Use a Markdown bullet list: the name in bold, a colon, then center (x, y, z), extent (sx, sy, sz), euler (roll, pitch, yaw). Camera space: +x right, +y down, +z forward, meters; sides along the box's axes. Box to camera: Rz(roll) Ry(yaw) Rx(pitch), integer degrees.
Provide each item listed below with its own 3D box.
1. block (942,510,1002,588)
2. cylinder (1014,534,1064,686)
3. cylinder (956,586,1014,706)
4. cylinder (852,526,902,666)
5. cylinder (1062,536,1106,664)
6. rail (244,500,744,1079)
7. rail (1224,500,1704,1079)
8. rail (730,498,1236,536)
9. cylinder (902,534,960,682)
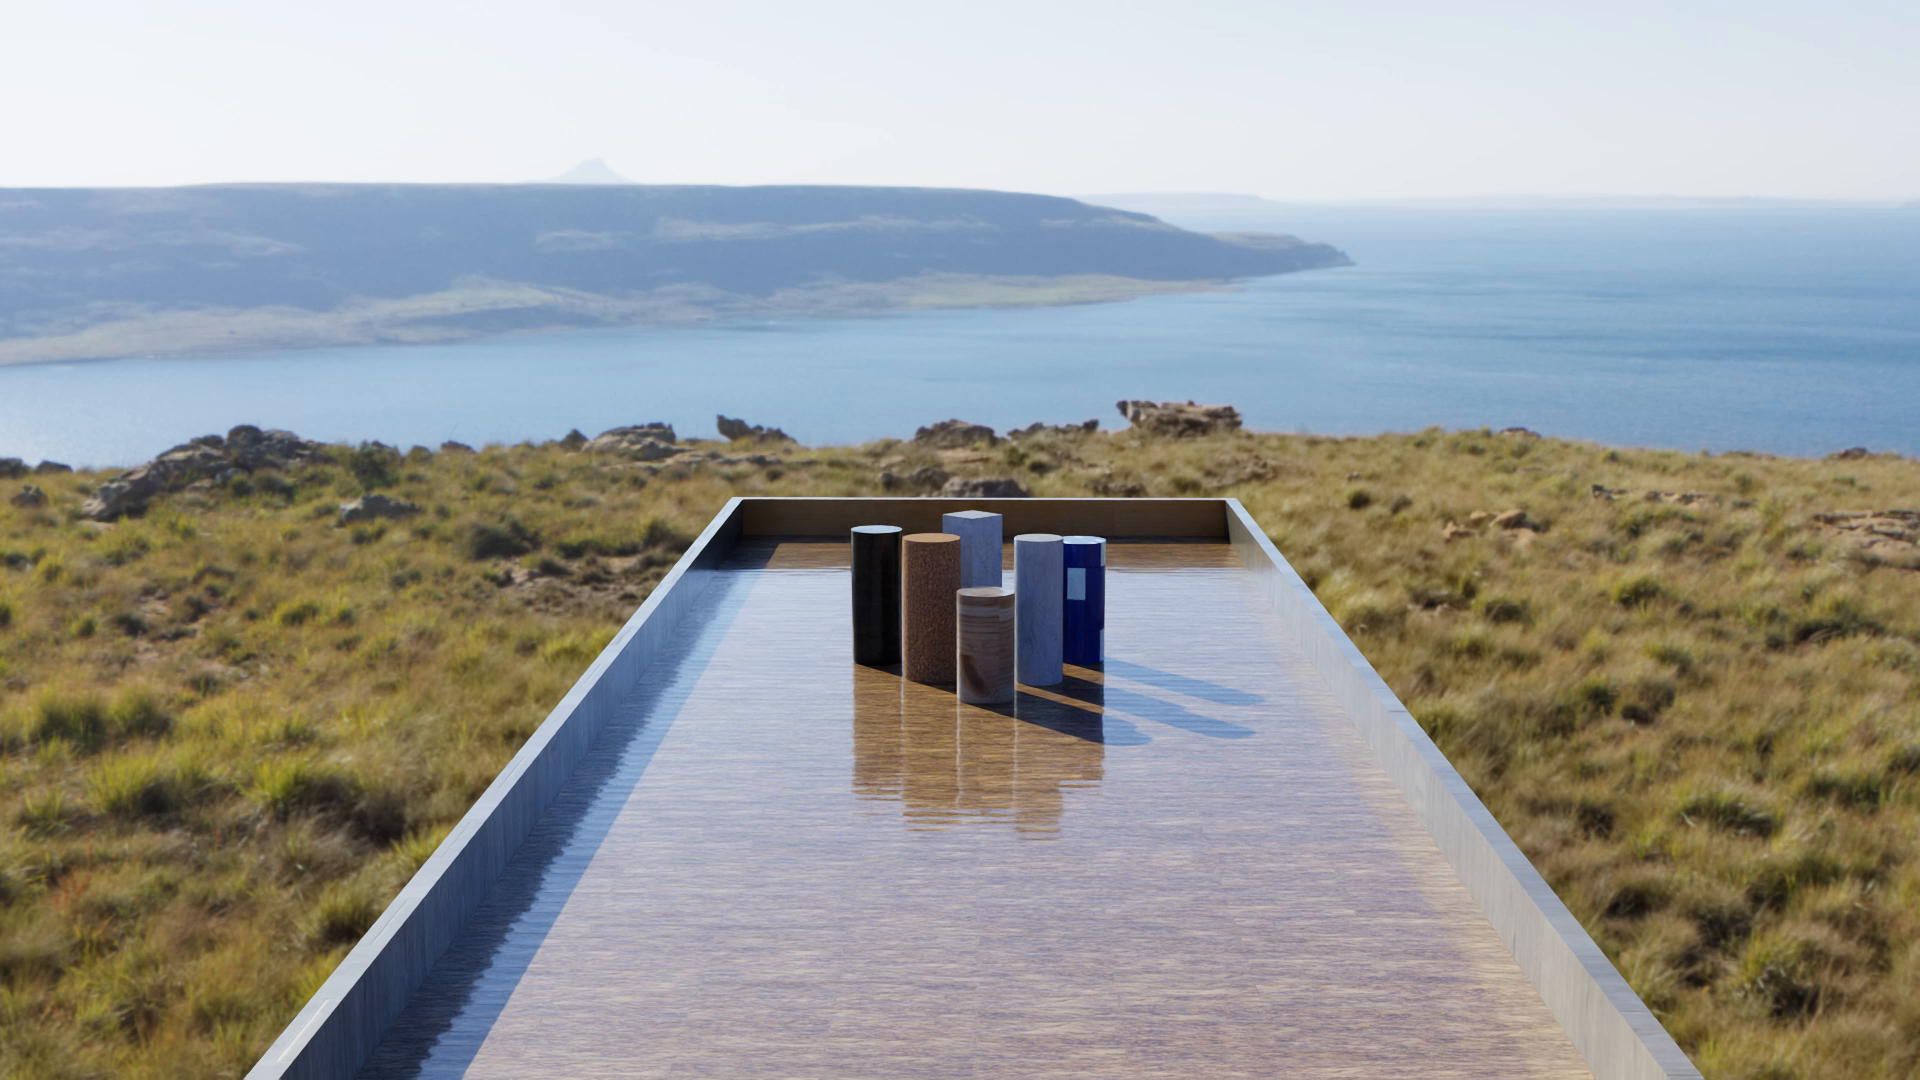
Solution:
- **block**: center (0.038, 0.142, 6.699), extent (0.128, 0.444, 0.128), euler (-9, 12, -44)
- **cylinder**: center (0.228, 0.201, 6.392), extent (0.143, 0.421, 0.143), euler (0, 9, 0)
- **cylinder**: center (0.072, 0.296, 6.164), extent (0.163, 0.307, 0.163), euler (0, 9, 0)
- **cylinder**: center (-0.252, 0.167, 6.663), extent (0.154, 0.404, 0.154), euler (0, 9, 0)
- **cylinder**: center (0.364, 0.181, 6.696), extent (0.156, 0.367, 0.156), euler (0, 9, 0)
- **rail**: center (-1.004, 0.839, 3.234), extent (0.050, 0.150, 12.000), euler (0, 9, 1)
- **rail**: center (1.046, 0.843, 3.208), extent (0.050, 0.150, 12.000), euler (0, 9, 1)
- **rail**: center (0.099, -0.098, 9.147), extent (2.100, 0.150, 0.050), euler (0, 9, 1)
- **cylinder**: center (-0.083, 0.197, 6.442), extent (0.170, 0.414, 0.170), euler (0, 9, 0)
